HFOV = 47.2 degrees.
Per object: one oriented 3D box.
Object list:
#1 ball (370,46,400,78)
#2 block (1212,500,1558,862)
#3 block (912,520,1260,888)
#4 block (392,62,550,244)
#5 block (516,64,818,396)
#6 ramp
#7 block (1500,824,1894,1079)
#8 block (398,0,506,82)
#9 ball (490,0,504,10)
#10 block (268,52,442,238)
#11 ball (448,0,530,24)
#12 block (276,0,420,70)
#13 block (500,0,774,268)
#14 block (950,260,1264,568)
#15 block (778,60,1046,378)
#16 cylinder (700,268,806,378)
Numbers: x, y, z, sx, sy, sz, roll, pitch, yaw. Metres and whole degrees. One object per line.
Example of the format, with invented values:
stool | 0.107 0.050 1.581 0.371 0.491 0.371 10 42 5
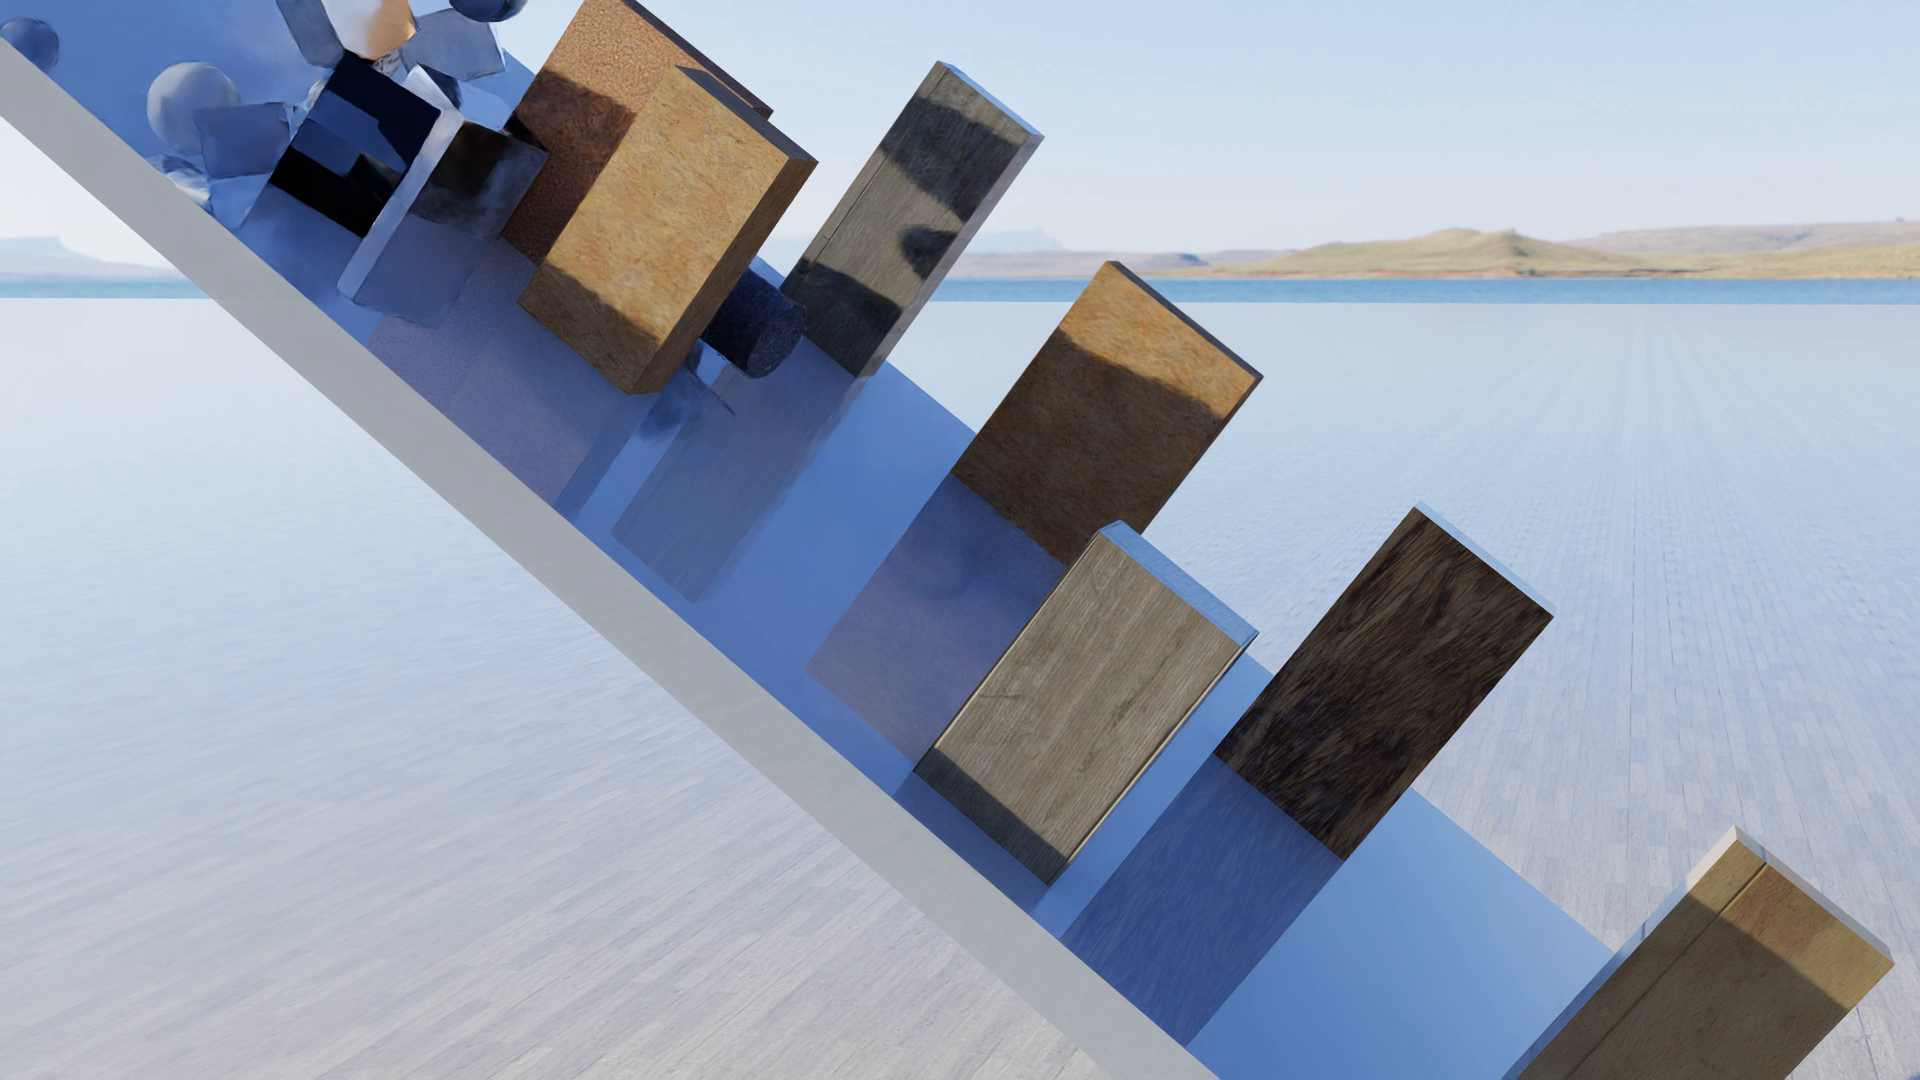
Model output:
ball | -1.151 -0.943 4.278 0.118 0.118 0.118 0 7 0
block | 0.788 0.262 4.100 0.317 0.601 0.124 40 16 9
block | 0.180 0.233 3.164 0.259 0.451 0.141 40 16 9
block | -0.905 -0.693 3.943 0.199 0.199 0.199 16 26 -52
block | -0.504 -0.529 3.781 0.261 0.498 0.141 40 16 9
ramp | -0.046 0.104 4.061 4.000 0.100 2.000 40 16 9
block | 1.017 0.739 3.178 0.266 0.631 0.089 40 16 9
block | -1.050 -1.057 4.454 0.189 0.189 0.189 -16 -35 -4
ball | -1.038 -1.198 4.612 0.205 0.205 0.205 0 7 0
block | -0.980 -0.639 3.565 0.172 0.172 0.172 31 -44 -19
ball | -0.893 -1.070 4.158 0.181 0.181 0.181 0 7 0
block | -1.114 -0.963 3.985 0.158 0.158 0.158 19 51 38
block | -0.634 -0.704 4.028 0.377 0.483 0.100 40 16 9
block | 0.303 -0.241 4.582 0.391 0.553 0.111 40 16 9
block | -0.120 -0.691 4.780 0.259 0.650 0.119 40 16 9
cylinder | -0.407 -0.419 4.162 0.163 0.163 0.163 38 20 17
